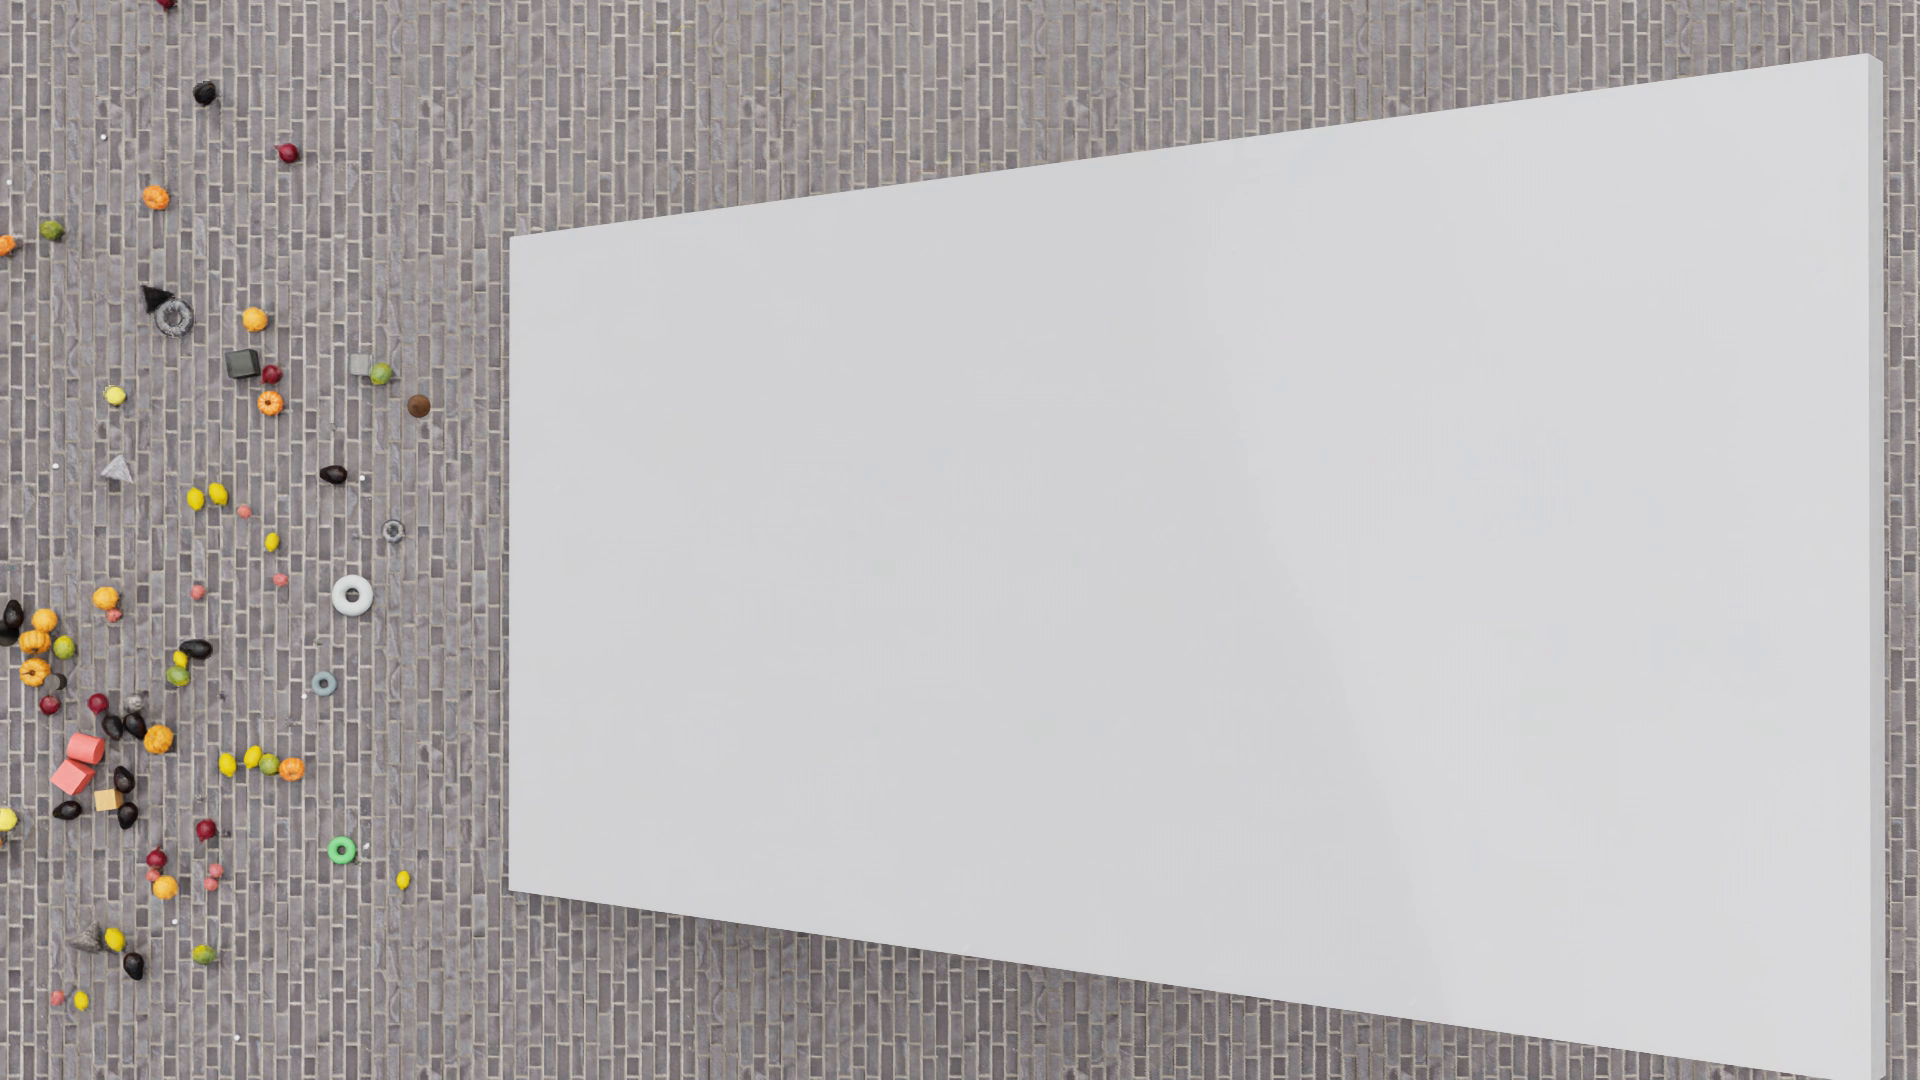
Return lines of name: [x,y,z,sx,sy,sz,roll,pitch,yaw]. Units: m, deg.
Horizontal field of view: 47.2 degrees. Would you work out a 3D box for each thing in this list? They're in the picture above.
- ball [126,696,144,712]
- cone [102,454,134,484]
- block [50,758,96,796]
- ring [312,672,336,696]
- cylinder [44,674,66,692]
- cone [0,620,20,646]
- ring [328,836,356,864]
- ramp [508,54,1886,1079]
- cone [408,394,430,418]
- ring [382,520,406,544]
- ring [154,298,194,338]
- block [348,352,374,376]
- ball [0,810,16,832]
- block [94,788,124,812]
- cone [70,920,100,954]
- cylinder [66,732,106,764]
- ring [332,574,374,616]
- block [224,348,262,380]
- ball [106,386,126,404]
ball: [-2.547,0.506,6.784,0.054,0.054,0.054,0,90,0]
cone: [-2.588,-0.202,6.796,0.088,0.088,0.088,-43,116,0]
block: [-2.730,0.727,6.770,0.080,0.080,0.080,36,90,0]
ring: [-1.966,0.445,6.799,0.080,0.027,0.080,0,91,1]
cylinder: [-2.792,0.438,6.786,0.052,0.052,0.052,0,90,0]
cone: [-2.956,0.287,6.770,0.085,0.085,0.085,0,90,0]
ring: [-1.910,0.959,6.794,0.087,0.029,0.087,0,90,-1]
ramp: [0.222,0.063,5.538,4.000,0.100,2.000,0,90,38]
cone: [-1.677,-0.416,6.781,0.072,0.072,0.072,0,90,0]
ring: [-1.753,-0.027,6.803,0.076,0.025,0.076,0,91,1]
ring: [-2.428,-0.687,6.800,0.123,0.041,0.123,0,89,-1]
block: [-1.849,-0.542,6.787,0.064,0.064,0.064,2,90,0]
ball: [-2.942,0.863,6.775,0.067,0.067,0.067,0,90,0]
block: [-2.623,0.798,6.779,0.060,0.060,0.060,-7,90,0]
cone: [-2.680,1.214,6.785,0.096,0.096,0.096,13,63,0]
cylinder: [-2.690,0.641,6.770,0.082,0.082,0.082,14,90,0]
ring: [-1.877,0.171,6.792,0.130,0.043,0.130,0,89,1]
block: [-2.211,-0.542,6.780,0.077,0.077,0.077,-11,90,0]
ball: [-2.607,-0.445,6.790,0.055,0.055,0.055,0,90,0]
